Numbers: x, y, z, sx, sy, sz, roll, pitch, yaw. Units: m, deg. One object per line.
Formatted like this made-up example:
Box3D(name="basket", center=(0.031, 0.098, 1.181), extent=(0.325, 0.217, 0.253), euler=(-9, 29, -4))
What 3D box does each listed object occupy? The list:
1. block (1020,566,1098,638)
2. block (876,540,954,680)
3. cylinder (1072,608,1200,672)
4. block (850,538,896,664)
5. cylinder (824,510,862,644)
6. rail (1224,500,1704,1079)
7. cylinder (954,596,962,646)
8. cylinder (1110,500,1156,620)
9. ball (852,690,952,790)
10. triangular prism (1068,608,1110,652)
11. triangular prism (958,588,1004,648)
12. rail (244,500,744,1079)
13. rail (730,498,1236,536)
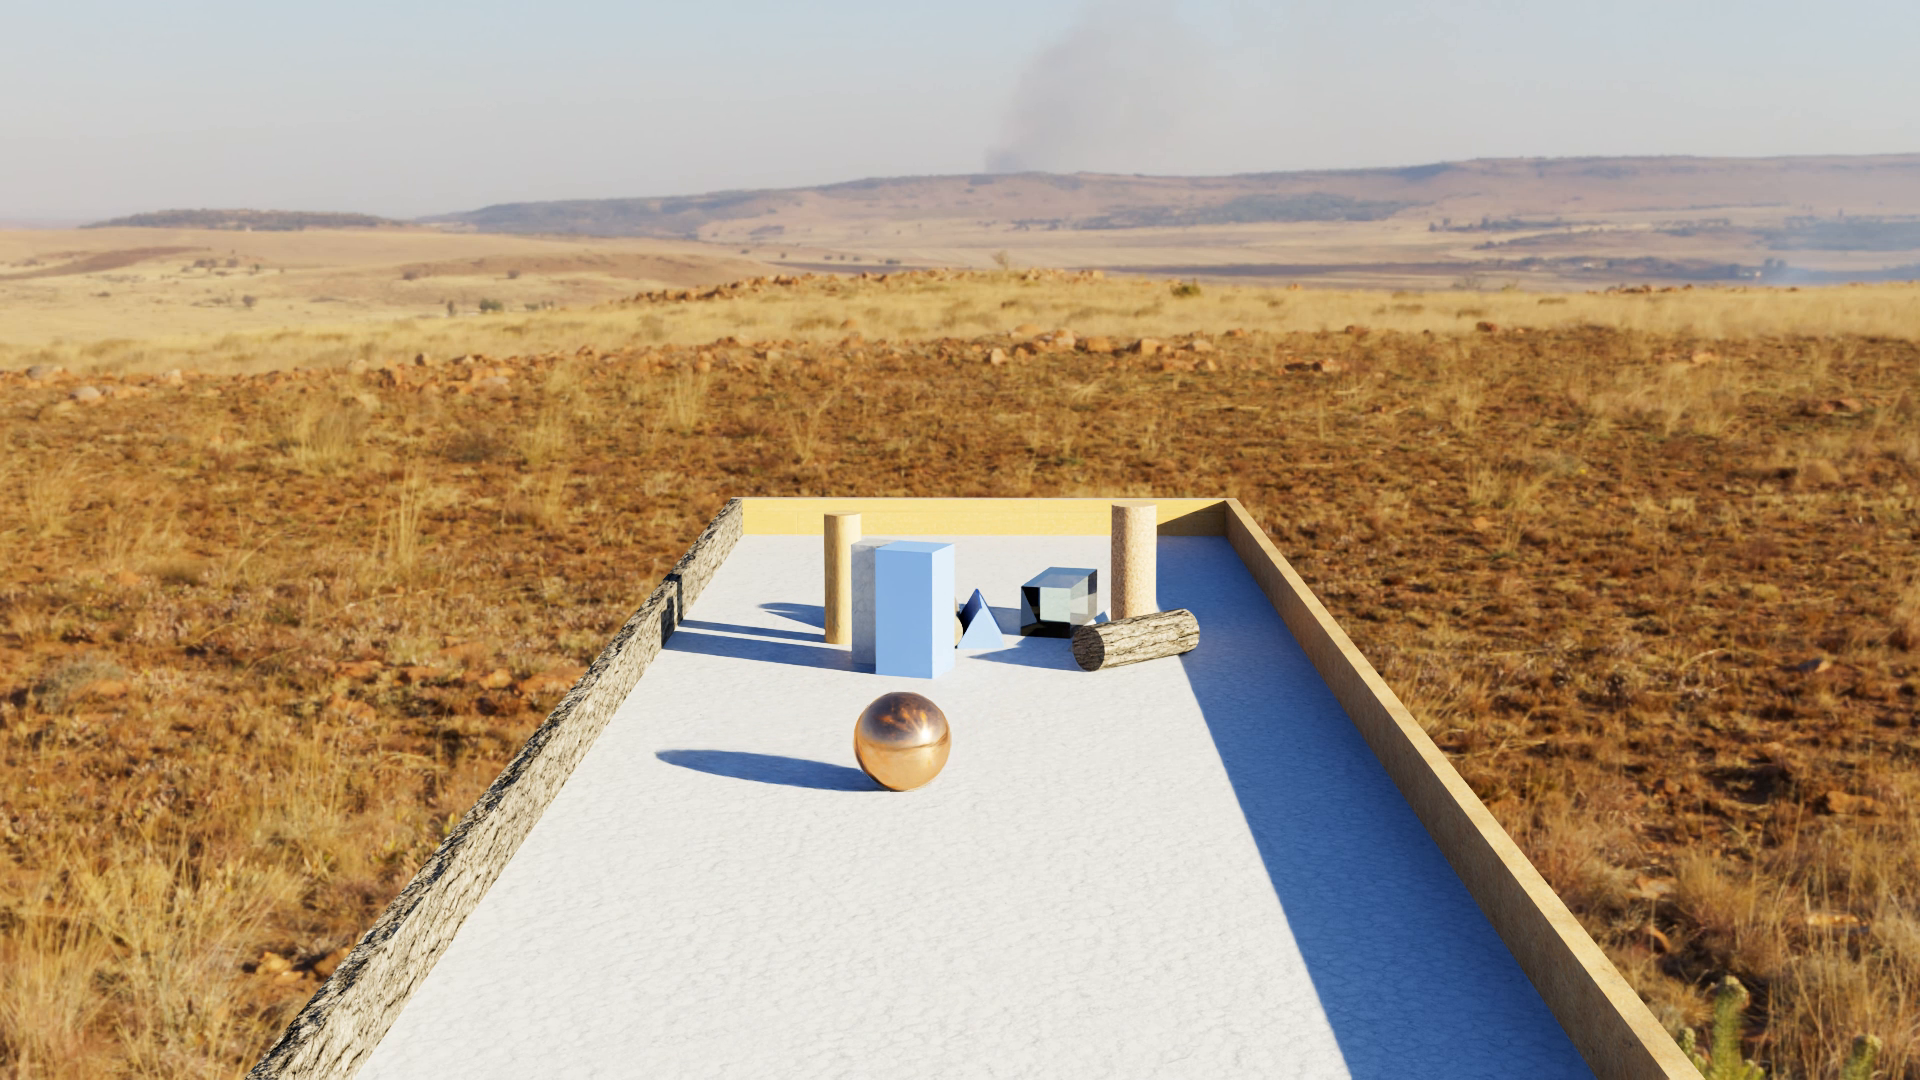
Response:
Box3D(name="block", center=(0.327, 0.202, 7.212), extent=(0.163, 0.163, 0.389), euler=(3, 9, 16))
Box3D(name="block", center=(-0.133, 0.204, 6.519), extent=(0.179, 0.376, 0.179), euler=(3, 10, 20))
Box3D(name="cylinder", center=(0.536, 0.301, 6.667), extent=(0.410, 0.138, 0.138), euler=(-8, 12, -41))
Box3D(name="block", center=(-0.249, 0.185, 6.684), extent=(0.126, 0.362, 0.126), euler=(3, 10, 20))
Box3D(name="cylinder", center=(-0.370, 0.118, 6.953), extent=(0.117, 0.411, 0.117), euler=(0, 9, 0))
Box3D(name="rail", center=(1.046, 0.843, 3.208), extent=(0.050, 0.150, 12.000), euler=(0, 9, 1))
Box3D(name="cylinder", center=(-0.052, 0.254, 7.057), extent=(0.109, 0.109, 0.412), euler=(0, 9, -2))
Box3D(name="cylinder", center=(0.545, 0.106, 6.918), extent=(0.141, 0.444, 0.141), euler=(0, 9, 0))
Box3D(name="ball", center=(-0.138, 0.478, 5.243), extent=(0.235, 0.235, 0.235), euler=(0, 9, 0))
Box3D(name="triangular prism", center=(0.440, 0.278, 6.996), extent=(0.089, 0.077, 0.413), euler=(3, 9, 18))
Box3D(name="triangular prism", center=(0.060, 0.247, 7.029), extent=(0.143, 0.124, 0.356), euler=(0, 9, -2))
Box3D(name="rail", center=(-1.004, 0.839, 3.234), extent=(0.050, 0.150, 12.000), euler=(0, 9, 1))
Box3D(name="rail", center=(0.099, -0.098, 9.147), extent=(2.100, 0.150, 0.050), euler=(0, 9, 1))
